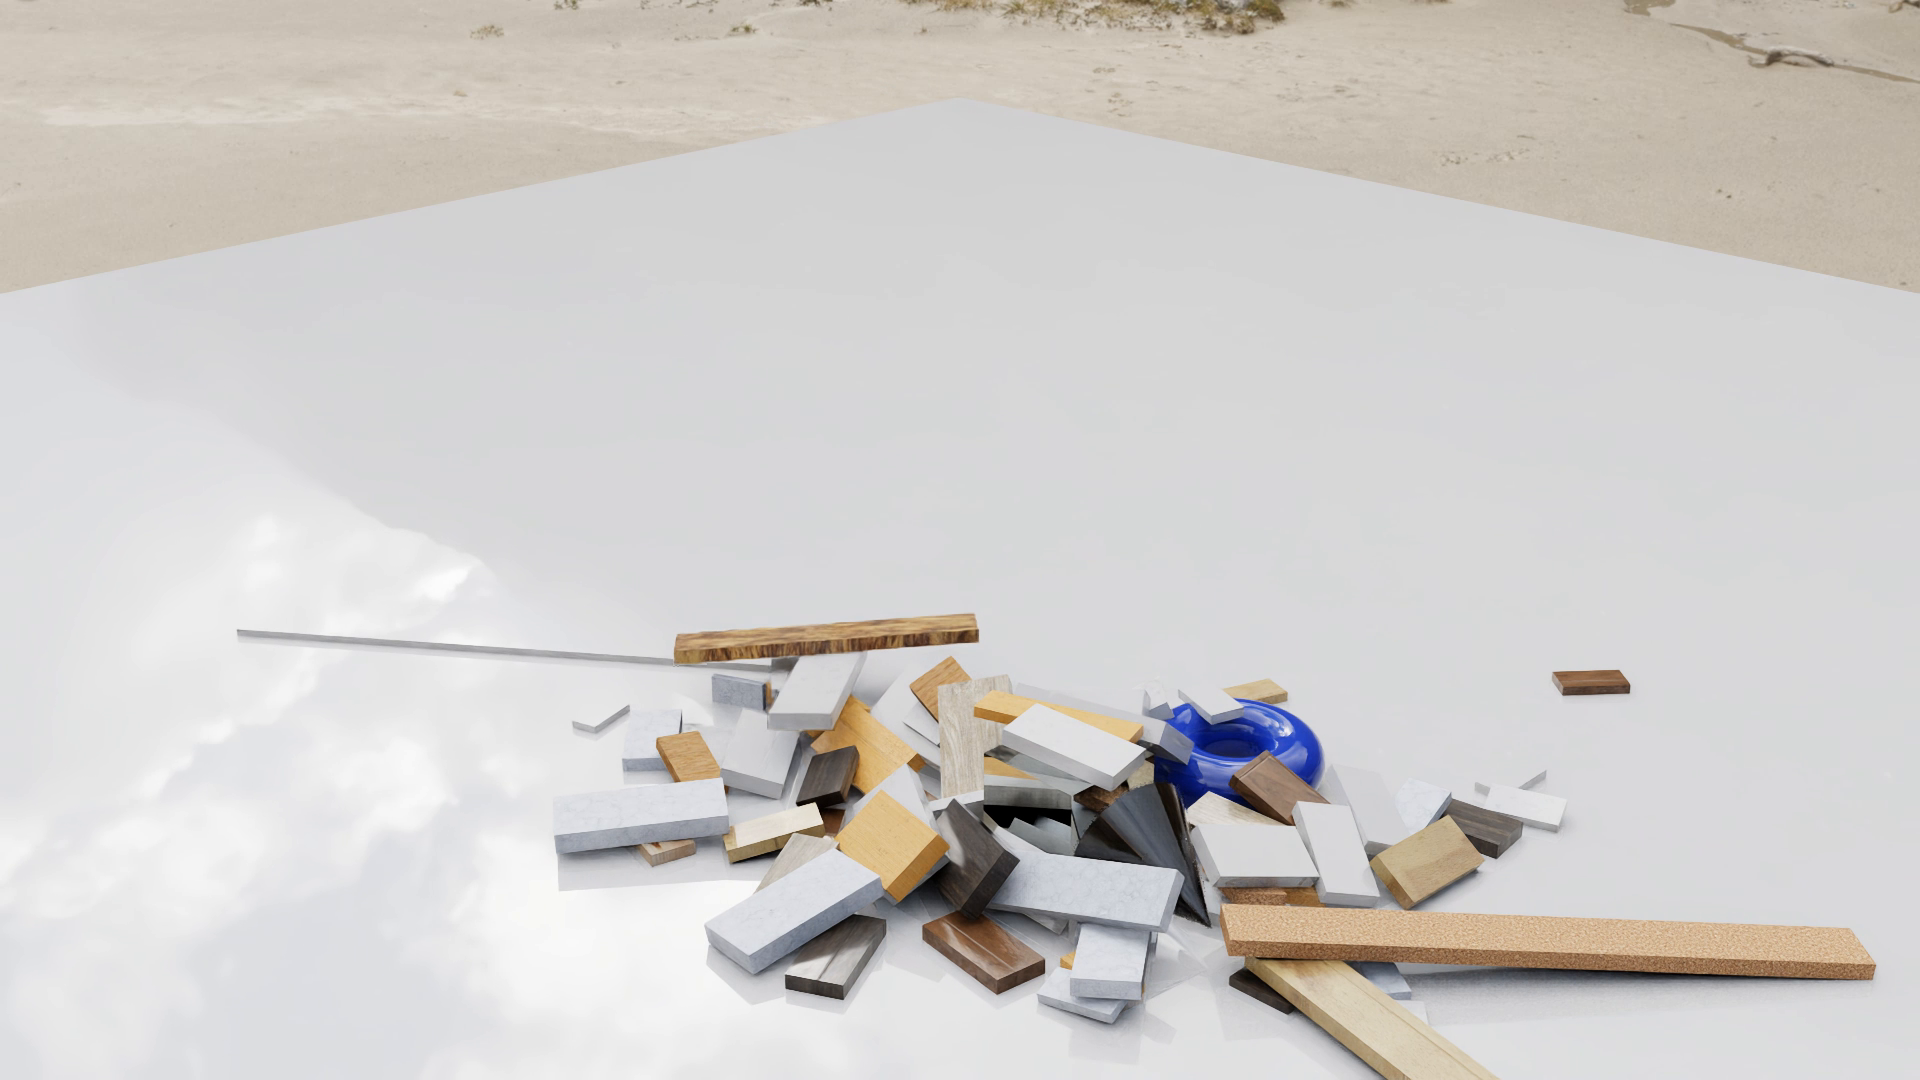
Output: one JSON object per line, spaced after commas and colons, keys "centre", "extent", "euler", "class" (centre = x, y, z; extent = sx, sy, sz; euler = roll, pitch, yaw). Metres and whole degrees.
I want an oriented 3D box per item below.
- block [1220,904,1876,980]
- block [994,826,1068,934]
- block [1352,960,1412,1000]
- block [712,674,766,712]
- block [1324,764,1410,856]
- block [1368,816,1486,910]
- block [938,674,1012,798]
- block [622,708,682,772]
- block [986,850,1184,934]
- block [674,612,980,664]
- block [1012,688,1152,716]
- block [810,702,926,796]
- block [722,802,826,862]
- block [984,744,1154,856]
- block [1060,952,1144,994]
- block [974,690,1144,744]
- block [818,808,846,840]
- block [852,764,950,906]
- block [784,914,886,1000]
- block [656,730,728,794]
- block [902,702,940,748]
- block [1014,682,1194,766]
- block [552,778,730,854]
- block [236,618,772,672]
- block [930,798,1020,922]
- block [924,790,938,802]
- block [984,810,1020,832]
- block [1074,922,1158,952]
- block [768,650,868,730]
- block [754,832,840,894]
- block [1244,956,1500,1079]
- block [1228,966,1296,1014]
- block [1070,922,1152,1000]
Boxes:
{"centre": [1.046, 0.718, 3.932], "extent": [1.157, 0.033, 0.117], "euler": [3, 23, -3], "class": "block"}
{"centre": [0.128, 0.637, 4.125], "extent": [0.234, 0.033, 0.117], "euler": [24, 77, 43], "class": "block"}
{"centre": [0.749, 0.776, 3.909], "extent": [0.064, 0.018, 0.129], "euler": [-4, 23, -8], "class": "block"}
{"centre": [-0.491, 0.338, 4.885], "extent": [0.125, 0.063, 0.018], "euler": [9, 25, 20], "class": "block"}
{"centre": [0.805, 0.534, 4.316], "extent": [0.112, 0.032, 0.231], "euler": [13, 30, -19], "class": "block"}
{"centre": [0.893, 0.615, 4.199], "extent": [0.223, 0.032, 0.112], "euler": [-19, 63, -38], "class": "block"}
{"centre": [0.037, 0.418, 4.455], "extent": [0.149, 0.042, 0.298], "euler": [-11, 51, 10], "class": "block"}
{"centre": [-0.658, 0.428, 4.712], "extent": [0.110, 0.031, 0.220], "euler": [-1, 23, -3], "class": "block"}
{"centre": [0.198, 0.636, 4.022], "extent": [0.442, 0.031, 0.110], "euler": [1, 57, 37], "class": "block"}
{"centre": [-0.297, 0.219, 4.901], "extent": [0.672, 0.031, 0.110], "euler": [-4, 18, -2], "class": "block"}
{"centre": [0.221, 0.397, 4.570], "extent": [0.335, 0.047, 0.167], "euler": [-2, 59, 22], "class": "block"}
{"centre": [-0.193, 0.446, 4.577], "extent": [0.131, 0.037, 0.263], "euler": [-44, 37, -11], "class": "block"}
{"centre": [-0.367, 0.574, 4.321], "extent": [0.193, 0.027, 0.097], "euler": [-15, 22, -8], "class": "block"}
{"centre": [0.209, 0.515, 4.252], "extent": [0.231, 0.231, 0.231], "euler": [-21, 31, -40], "class": "block"}
{"centre": [0.253, 0.774, 3.911], "extent": [0.074, 0.021, 0.148], "euler": [-15, 27, -32], "class": "block"}
{"centre": [0.192, 0.354, 4.307], "extent": [0.327, 0.023, 0.081], "euler": [11, 25, 25], "class": "block"}
{"centre": [-0.286, 0.587, 4.344], "extent": [0.093, 0.026, 0.185], "euler": [3, 23, 6], "class": "block"}
{"centre": [-0.116, 0.567, 4.272], "extent": [0.140, 0.040, 0.334], "euler": [-39, 25, 6], "class": "block"}
{"centre": [-0.222, 0.745, 3.964], "extent": [0.110, 0.031, 0.220], "euler": [7, 24, 17], "class": "block"}
{"centre": [-0.557, 0.468, 4.572], "extent": [0.093, 0.026, 0.185], "euler": [-8, 35, -26], "class": "block"}
{"centre": [-0.063, 0.386, 4.602], "extent": [0.115, 0.016, 0.058], "euler": [31, 73, 40], "class": "block"}
{"centre": [0.286, 0.369, 4.420], "extent": [0.335, 0.047, 0.167], "euler": [13, -13, 30], "class": "block"}
{"centre": [-0.632, 0.544, 4.354], "extent": [0.338, 0.042, 0.149], "euler": [-6, 24, -9], "class": "block"}
{"centre": [-1.062, 0.246, 5.158], "extent": [1.316, 0.018, 0.063], "euler": [3, 23, 8], "class": "block"}
{"centre": [0.007, 0.598, 4.136], "extent": [0.040, 0.140, 0.280], "euler": [37, -1, -24], "class": "block"}
{"centre": [-0.078, 0.532, 4.444], "extent": [0.058, 0.016, 0.115], "euler": [-18, 29, -35], "class": "block"}
{"centre": [0.059, 0.514, 4.425], "extent": [0.081, 0.023, 0.163], "euler": [-20, 44, 0], "class": "block"}
{"centre": [0.287, 0.722, 4.033], "extent": [0.148, 0.021, 0.074], "euler": [3, 23, 8], "class": "block"}
{"centre": [-0.301, 0.310, 4.731], "extent": [0.131, 0.037, 0.414], "euler": [0, 18, 8], "class": "block"}
{"centre": [-0.312, 0.637, 4.183], "extent": [0.097, 0.027, 0.200], "euler": [8, 34, 19], "class": "block"}
{"centre": [0.698, 0.821, 3.731], "extent": [0.122, 0.035, 0.521], "euler": [-15, 29, -30], "class": "block"}
{"centre": [0.545, 0.790, 3.876], "extent": [0.129, 0.018, 0.064], "euler": [21, 31, 40], "class": "block"}
{"centre": [0.269, 0.736, 3.889], "extent": [0.122, 0.035, 0.245], "euler": [2, 17, 9], "class": "block"}
